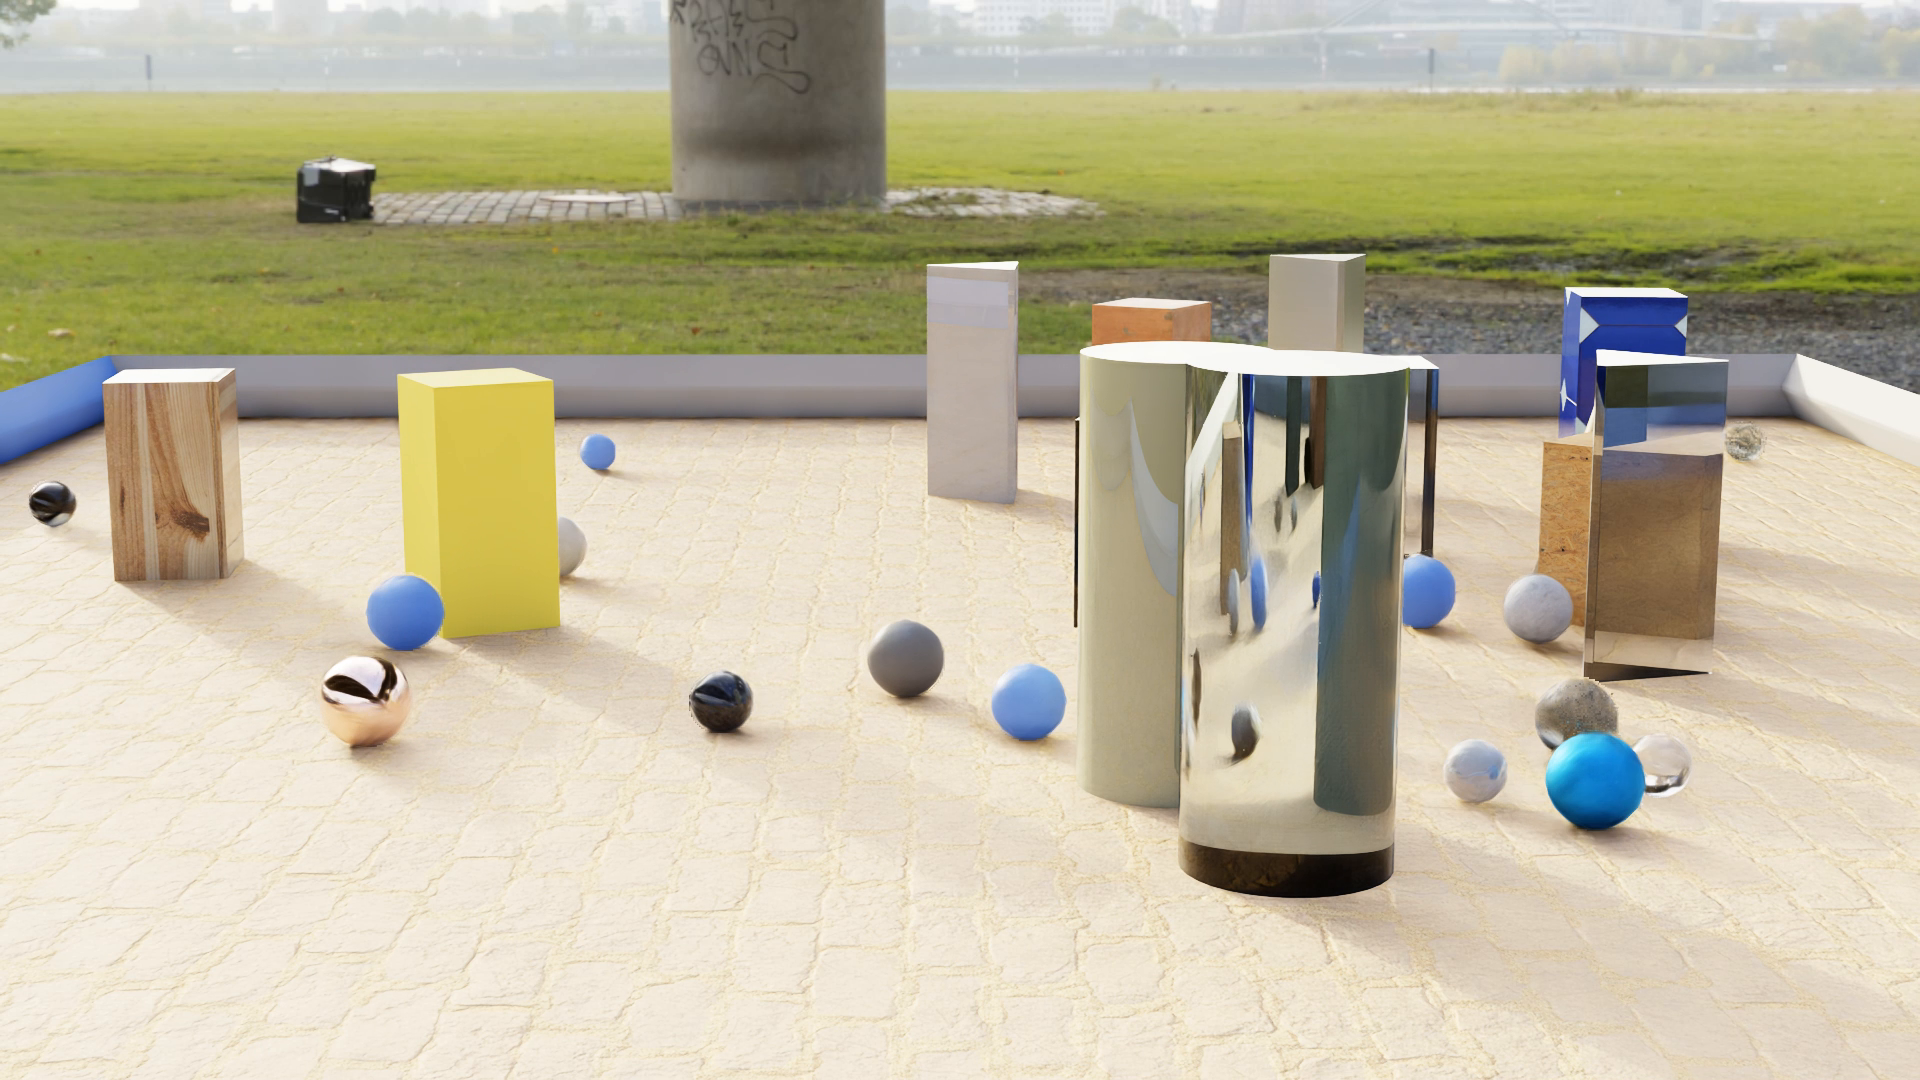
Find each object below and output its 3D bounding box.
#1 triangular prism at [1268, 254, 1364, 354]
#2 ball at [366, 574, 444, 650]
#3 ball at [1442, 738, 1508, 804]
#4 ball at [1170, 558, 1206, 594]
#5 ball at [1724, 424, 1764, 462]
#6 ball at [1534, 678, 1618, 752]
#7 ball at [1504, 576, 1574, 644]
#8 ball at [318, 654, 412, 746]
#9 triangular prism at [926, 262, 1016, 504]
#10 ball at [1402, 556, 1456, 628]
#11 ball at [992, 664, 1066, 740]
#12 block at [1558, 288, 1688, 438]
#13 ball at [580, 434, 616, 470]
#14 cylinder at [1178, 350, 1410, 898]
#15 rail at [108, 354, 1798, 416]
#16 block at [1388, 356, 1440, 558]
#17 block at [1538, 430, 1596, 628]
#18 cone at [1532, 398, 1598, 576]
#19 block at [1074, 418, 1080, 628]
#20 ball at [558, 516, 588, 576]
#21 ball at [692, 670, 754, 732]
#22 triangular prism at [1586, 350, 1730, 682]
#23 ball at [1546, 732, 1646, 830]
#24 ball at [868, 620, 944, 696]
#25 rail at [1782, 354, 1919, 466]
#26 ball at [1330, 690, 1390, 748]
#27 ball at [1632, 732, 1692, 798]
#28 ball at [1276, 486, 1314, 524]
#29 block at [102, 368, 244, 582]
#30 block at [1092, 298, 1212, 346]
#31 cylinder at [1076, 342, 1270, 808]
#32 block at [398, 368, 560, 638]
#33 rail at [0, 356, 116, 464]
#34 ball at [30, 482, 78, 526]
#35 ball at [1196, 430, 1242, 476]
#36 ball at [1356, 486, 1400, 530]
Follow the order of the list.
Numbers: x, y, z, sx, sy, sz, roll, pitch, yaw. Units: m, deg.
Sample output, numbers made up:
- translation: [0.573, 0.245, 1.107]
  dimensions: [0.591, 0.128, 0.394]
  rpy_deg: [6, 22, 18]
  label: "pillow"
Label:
- translation: [0.654, -0.299, 4.506]
  dimensions: [0.149, 0.399, 0.172]
  rpy_deg: [-8, 13, -38]
  label: "triangular prism"
- translation: [-0.700, 0.091, 3.235]
  dimensions: [0.095, 0.095, 0.095]
  rpy_deg: [0, 10, 0]
  label: "ball"
- translation: [0.515, 0.231, 2.564]
  dimensions: [0.064, 0.064, 0.064]
  rpy_deg: [0, 10, 0]
  label: "ball"
- translation: [0.317, 0.051, 3.575]
  dimensions: [0.050, 0.050, 0.050]
  rpy_deg: [0, 10, 0]
  label: "ball"
- translation: [1.459, -0.182, 4.774]
  dimensions: [0.072, 0.072, 0.072]
  rpy_deg: [0, 10, 0]
  label: "ball"
- translation: [0.654, 0.190, 2.721]
  dimensions: [0.087, 0.087, 0.087]
  rpy_deg: [0, 10, 0]
  label: "ball"
- translation: [0.738, 0.088, 3.272]
  dimensions: [0.087, 0.087, 0.087]
  rpy_deg: [0, 10, 0]
  label: "ball"
- translation: [-0.645, 0.173, 2.778]
  dimensions: [0.099, 0.099, 0.099]
  rpy_deg: [0, 10, 0]
  label: "ball"
- translation: [0.056, -0.274, 4.388]
  dimensions: [0.172, 0.393, 0.149]
  rpy_deg: [7, 13, 33]
  label: "triangular prism"
- translation: [0.603, 0.068, 3.362]
  dimensions: [0.094, 0.094, 0.094]
  rpy_deg: [0, 10, 0]
  label: "ball"
- translation: [0.075, 0.177, 2.805]
  dimensions: [0.083, 0.083, 0.083]
  rpy_deg: [0, 10, 0]
  label: "ball"
- translation: [1.024, -0.193, 3.983]
  dimensions: [0.159, 0.382, 0.159]
  rpy_deg: [1, 11, 4]
  label: "block"
- translation: [-0.659, -0.160, 4.670]
  dimensions: [0.066, 0.066, 0.066]
  rpy_deg: [0, 10, 0]
  label: "ball"
- translation: [0.301, 0.071, 2.328]
  dimensions: [0.198, 0.465, 0.198]
  rpy_deg: [0, 10, 0]
  label: "cylinder"
- translation: [-0.011, -0.320, 5.355]
  dimensions: [3.536, 0.129, 0.045]
  rpy_deg: [0, 10, 0]
  label: "rail"
- translation: [0.616, -0.120, 3.829]
  dimensions: [0.159, 0.293, 0.159]
  rpy_deg: [0, 10, 0]
  label: "block"
- translation: [0.879, -0.013, 3.401]
  dimensions: [0.159, 0.239, 0.159]
  rpy_deg: [9, 14, 41]
  label: "block"
- translation: [0.916, -0.099, 3.633]
  dimensions: [0.198, 0.323, 0.198]
  rpy_deg: [0, 10, 0]
  label: "cone"
- translation: [0.248, -0.030, 3.395]
  dimensions: [0.159, 0.275, 0.159]
  rpy_deg: [3, 11, 17]
  label: "block"
- translation: [-0.582, 0.009, 3.696]
  dimensions: [0.089, 0.089, 0.089]
  rpy_deg: [0, 10, 0]
  label: "ball"
- translation: [-0.262, 0.178, 2.835]
  dimensions: [0.069, 0.069, 0.069]
  rpy_deg: [0, 10, 0]
  label: "ball"
- translation: [0.811, -0.034, 3.128]
  dimensions: [0.172, 0.380, 0.149]
  rpy_deg: [-3, 11, -17]
  label: "triangular prism"
- translation: [0.613, 0.232, 2.476]
  dimensions: [0.093, 0.093, 0.093]
  rpy_deg: [0, 10, 0]
  label: "ball"
- translation: [-0.063, 0.138, 2.994]
  dimensions: [0.090, 0.090, 0.090]
  rpy_deg: [0, 10, 0]
  label: "ball"
- translation: [1.744, 0.031, 3.459]
  dimensions: [0.045, 0.129, 3.926]
  rpy_deg: [0, 10, 0]
  label: "rail"
- translation: [0.431, 0.194, 2.769]
  dimensions: [0.063, 0.063, 0.063]
  rpy_deg: [0, 10, 0]
  label: "ball"
- translation: [0.704, 0.227, 2.584]
  dimensions: [0.065, 0.065, 0.065]
  rpy_deg: [0, 10, 0]
  label: "ball"
- translation: [0.539, -0.056, 4.123]
  dimensions: [0.061, 0.061, 0.061]
  rpy_deg: [0, 10, 0]
  label: "ball"
- translation: [-1.141, -0.097, 3.731]
  dimensions: [0.159, 0.285, 0.159]
  rpy_deg: [-1, 11, -7]
  label: "block"
- translation: [0.344, -0.272, 4.614]
  dimensions: [0.159, 0.307, 0.159]
  rpy_deg: [6, 12, 30]
  label: "block"
- translation: [0.219, 0.030, 2.604]
  dimensions: [0.198, 0.444, 0.198]
  rpy_deg: [0, 10, 0]
  label: "cylinder"
- translation: [-0.633, -0.052, 3.376]
  dimensions: [0.159, 0.325, 0.159]
  rpy_deg: [-6, 12, -28]
  label: "block"
- translation: [-1.744, 0.035, 3.439]
  dimensions: [0.045, 0.129, 3.926]
  rpy_deg: [0, 10, 0]
  label: "rail"
- translation: [-1.448, -0.057, 4.099]
  dimensions: [0.072, 0.072, 0.072]
  rpy_deg: [0, 10, 0]
  label: "ball"
- translation: [0.465, -0.156, 4.604]
  dimensions: [0.082, 0.082, 0.082]
  rpy_deg: [0, 10, 0]
  label: "ball"
- translation: [0.664, -0.050, 4.071]
  dimensions: [0.068, 0.068, 0.068]
  rpy_deg: [0, 10, 0]
  label: "ball"
